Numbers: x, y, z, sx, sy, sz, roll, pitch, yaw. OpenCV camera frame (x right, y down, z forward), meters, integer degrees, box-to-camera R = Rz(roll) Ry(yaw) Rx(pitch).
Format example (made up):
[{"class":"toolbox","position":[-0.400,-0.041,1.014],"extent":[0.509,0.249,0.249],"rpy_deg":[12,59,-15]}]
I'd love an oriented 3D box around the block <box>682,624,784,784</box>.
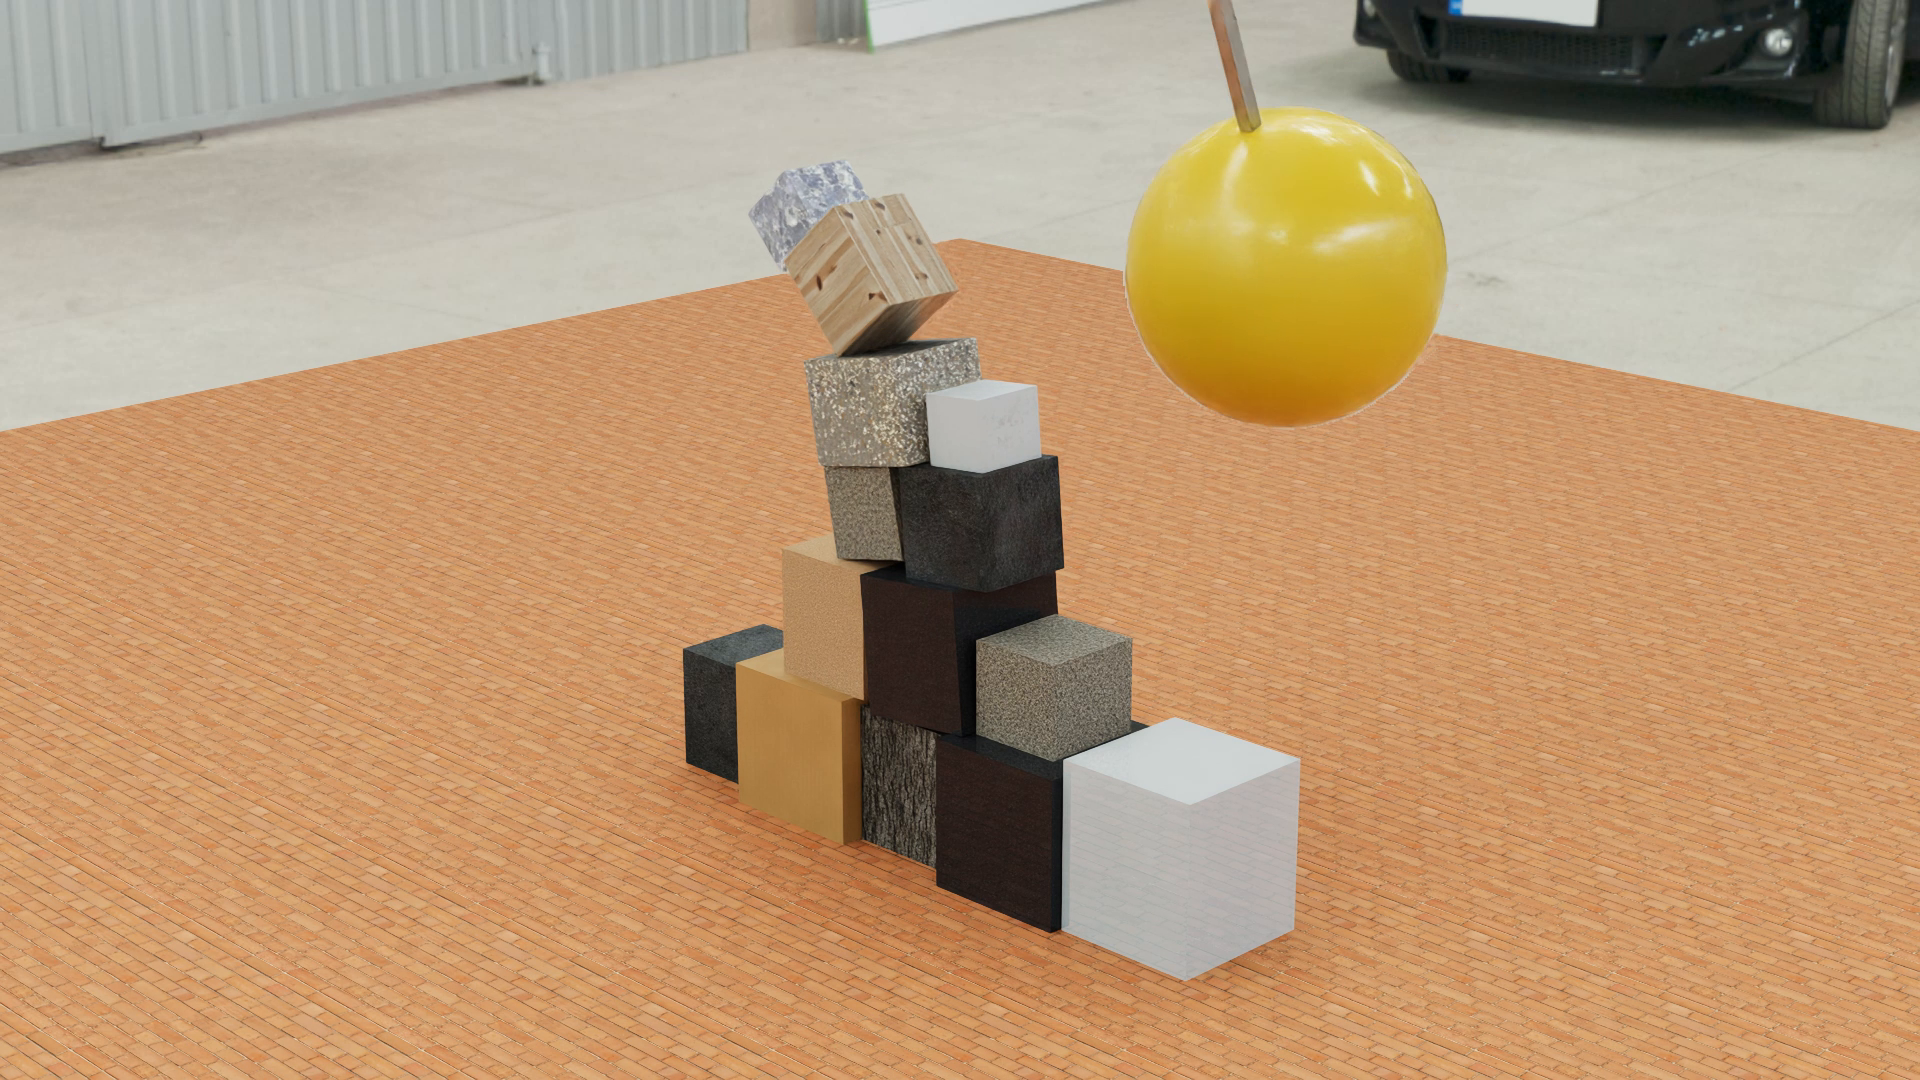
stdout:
[{"class":"block","position":[-0.991,0.835,14.671],"extent":[0.535,0.610,0.567],"rpy_deg":[-17,24,-42]}]

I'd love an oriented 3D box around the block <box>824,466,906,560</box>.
[{"class":"block","position":[-0.288,-0.177,13.577],"extent":[0.441,0.445,0.453],"rpy_deg":[2,13,46]}]

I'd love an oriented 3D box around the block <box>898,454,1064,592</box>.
[{"class":"block","position":[0.098,-0.103,13.205],"extent":[0.515,0.519,0.498],"rpy_deg":[10,19,44]}]

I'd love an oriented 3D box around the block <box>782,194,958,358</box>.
[{"class":"block","position":[-0.408,-1.210,13.385],"extent":[0.450,0.534,0.444],"rpy_deg":[-18,-17,-44]}]

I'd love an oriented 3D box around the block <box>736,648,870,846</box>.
[{"class":"block","position":[-0.546,0.933,14.179],"extent":[0.753,0.719,0.746],"rpy_deg":[-17,24,-42]}]

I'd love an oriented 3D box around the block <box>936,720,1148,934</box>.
[{"class":"block","position":[0.425,1.223,13.254],"extent":[0.793,0.720,0.713],"rpy_deg":[-17,24,-42]}]

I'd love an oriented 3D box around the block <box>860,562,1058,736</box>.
[{"class":"block","position":[0.010,0.449,13.475],"extent":[0.662,0.667,0.602],"rpy_deg":[-17,19,-42]}]

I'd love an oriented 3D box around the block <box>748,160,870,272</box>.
[{"class":"block","position":[-0.679,-1.507,13.609],"extent":[0.397,0.327,0.348],"rpy_deg":[-18,-17,-43]}]

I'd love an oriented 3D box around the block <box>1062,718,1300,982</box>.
[{"class":"block","position":[0.958,1.330,12.771],"extent":[0.729,0.804,0.718],"rpy_deg":[-17,24,-42]}]

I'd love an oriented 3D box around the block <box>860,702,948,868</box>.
[{"class":"block","position":[-0.039,1.097,13.733],"extent":[0.573,0.672,0.623],"rpy_deg":[-17,24,-42]}]

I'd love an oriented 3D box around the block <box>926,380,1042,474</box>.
[{"class":"block","position":[0.106,-0.510,13.084],"extent":[0.328,0.326,0.374],"rpy_deg":[10,19,44]}]

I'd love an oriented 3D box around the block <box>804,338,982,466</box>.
[{"class":"block","position":[-0.287,-0.633,13.438],"extent":[0.539,0.493,0.590],"rpy_deg":[-17,13,-43]}]

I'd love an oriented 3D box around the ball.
[{"class":"ball","position":[1.623,-1.357,14.616],"extent":[1.600,1.600,1.600],"rpy_deg":[0,17,0]}]

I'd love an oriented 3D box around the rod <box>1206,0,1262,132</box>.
[{"class":"rod","position":[0.703,-4.078,12.797],"extent":[0.080,5.200,0.080],"rpy_deg":[17,46,42]}]

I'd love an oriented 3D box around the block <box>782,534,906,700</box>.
[{"class":"block","position":[-0.428,0.327,13.878],"extent":[0.604,0.618,0.555],"rpy_deg":[-17,24,-42]}]

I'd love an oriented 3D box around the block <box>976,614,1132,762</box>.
[{"class":"block","position":[0.421,0.654,13.117],"extent":[0.512,0.446,0.473],"rpy_deg":[-17,24,-42]}]
